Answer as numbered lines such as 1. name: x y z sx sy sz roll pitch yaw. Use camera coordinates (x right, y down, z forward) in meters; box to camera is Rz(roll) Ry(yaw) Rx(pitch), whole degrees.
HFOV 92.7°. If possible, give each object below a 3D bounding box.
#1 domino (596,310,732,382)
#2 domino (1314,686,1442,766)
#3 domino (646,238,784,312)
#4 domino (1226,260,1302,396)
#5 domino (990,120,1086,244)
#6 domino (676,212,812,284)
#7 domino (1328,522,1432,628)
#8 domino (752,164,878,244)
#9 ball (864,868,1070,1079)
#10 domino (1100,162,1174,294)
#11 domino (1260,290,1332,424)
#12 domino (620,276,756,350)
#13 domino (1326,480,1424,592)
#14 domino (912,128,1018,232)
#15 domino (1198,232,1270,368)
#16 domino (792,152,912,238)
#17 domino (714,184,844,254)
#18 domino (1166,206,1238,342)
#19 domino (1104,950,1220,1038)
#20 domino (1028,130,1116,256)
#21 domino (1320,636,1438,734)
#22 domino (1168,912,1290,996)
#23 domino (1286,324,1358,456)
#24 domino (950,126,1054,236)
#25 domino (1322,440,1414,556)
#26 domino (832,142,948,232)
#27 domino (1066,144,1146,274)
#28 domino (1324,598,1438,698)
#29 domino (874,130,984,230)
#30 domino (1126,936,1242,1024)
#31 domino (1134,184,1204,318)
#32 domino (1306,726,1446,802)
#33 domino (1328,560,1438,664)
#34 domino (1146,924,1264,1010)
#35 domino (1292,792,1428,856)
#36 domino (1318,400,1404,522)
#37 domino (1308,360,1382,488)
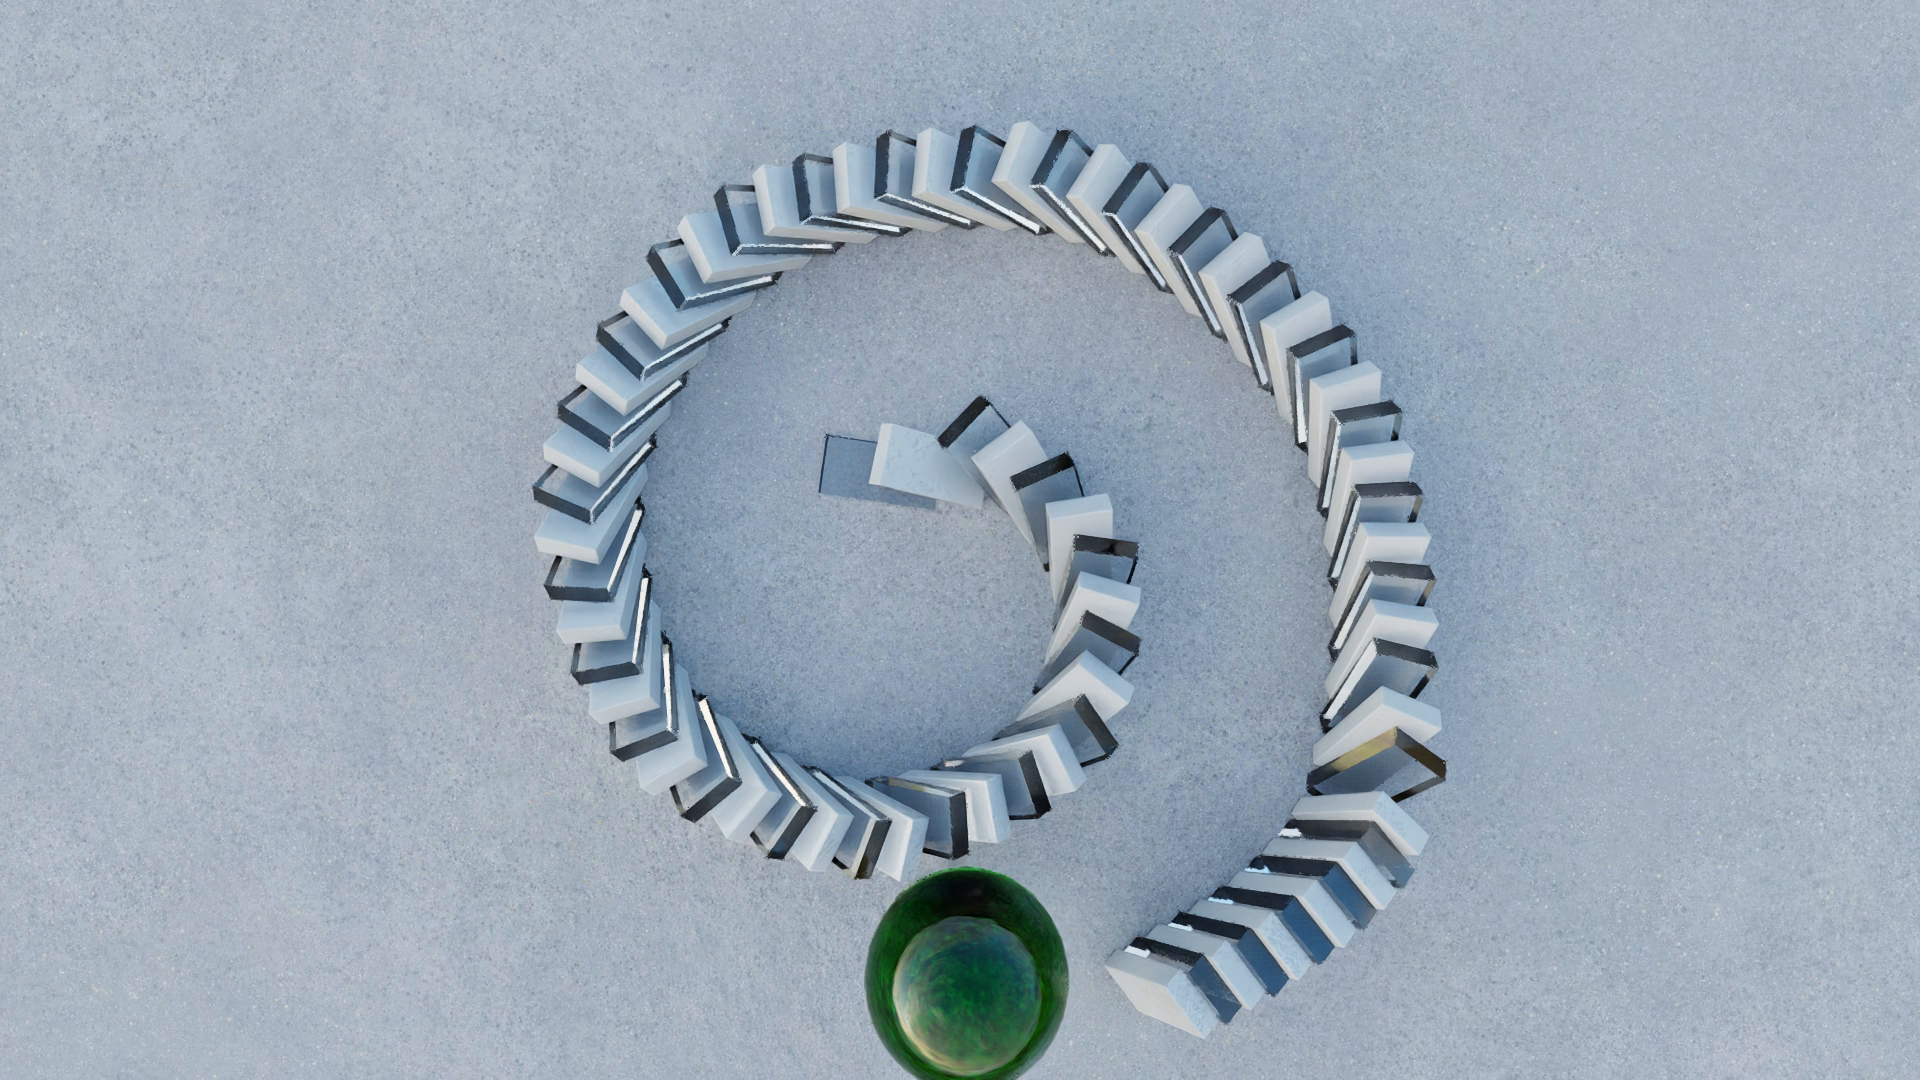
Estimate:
1. domino: -0.122 -0.088 0.380 0.025 0.009 0.050 43 50 0
2. domino: 0.171 0.082 0.379 0.025 0.050 0.010 23 46 0
3. domino: -0.101 -0.114 0.380 0.050 0.010 0.025 -32 90 -40
4. domino: 0.131 -0.087 0.381 0.025 0.010 0.050 -37 129 0
5. domino: 0.038 -0.147 0.380 0.050 0.010 0.025 22 89 -40
6. domino: -0.088 -0.123 0.380 0.050 0.009 0.025 -25 89 -40
7. domino: 0.173 0.015 0.381 0.025 0.010 0.050 0 129 0
8. domino: -0.059 -0.139 0.380 0.050 0.010 0.025 -10 89 -40
9. ball: 0.003 0.171 0.360 0.080 0.080 0.080 0 90 0
10. domino: 0.082 -0.128 0.380 0.050 0.010 0.025 37 89 -39
11. domino: 0.142 -0.075 0.380 0.025 0.010 0.050 -30 130 0
12. domino: -0.112 -0.100 0.380 0.025 0.009 0.050 48 50 0
13. domino: 0.172 -0.001 0.381 0.025 0.010 0.050 -3 129 0
14. domino: 0.004 -0.149 0.381 0.050 0.010 0.025 6 90 -39
15. domino: 0.120 -0.099 0.381 0.025 0.009 0.050 -41 129 0
16. domino: -0.044 -0.142 0.380 0.050 0.009 0.025 -8 90 -40
17. domino: -0.074 -0.133 0.380 0.050 0.010 0.025 -16 89 -40
18. domino: 0.108 -0.110 0.381 0.025 0.010 0.050 -45 129 0
19. domino: 0.081 0.185 0.375 0.010 0.050 0.025 -37 90 -25
20. domino: 0.053 -0.143 0.380 0.050 0.010 0.025 29 89 -40
21. domino: 0.173 0.064 0.381 0.025 0.009 0.050 14 129 0
22. domino: 0.108 0.169 0.375 0.009 0.050 0.025 -37 90 -25
23. domino: 0.151 -0.062 0.380 0.025 0.010 0.050 -24 130 0
24. domino: 0.020 -0.148 0.381 0.050 0.010 0.025 11 90 -39
25. domino: 0.169 -0.017 0.381 0.025 0.010 0.050 -7 129 0
26. domino: -0.028 -0.146 0.381 0.050 0.010 0.025 -4 90 -39
27. domino: 0.068 -0.136 0.380 0.050 0.010 0.025 33 89 -40
28. domino: 0.174 0.048 0.381 0.025 0.010 0.050 9 129 0
29. domino: -0.012 -0.148 0.381 0.050 0.009 0.025 3 90 -39
30. domino: 0.090 0.179 0.375 0.010 0.050 0.025 -37 90 -25
31. domino: 0.095 -0.119 0.381 0.025 0.010 0.050 -49 129 0
32. domino: 0.171 0.098 0.378 0.025 0.050 0.009 35 46 -2
33. domino: 0.174 0.032 0.381 0.025 0.009 0.050 5 129 0
34. domino: 0.099 0.174 0.375 0.010 0.050 0.025 -37 90 -25
35. domino: 0.162 0.116 0.375 0.025 0.050 0.009 44 65 -1
36. domino: 0.165 -0.032 0.380 0.025 0.010 0.050 -10 129 0
37. domino: 0.159 -0.047 0.380 0.025 0.010 0.050 -17 130 0
